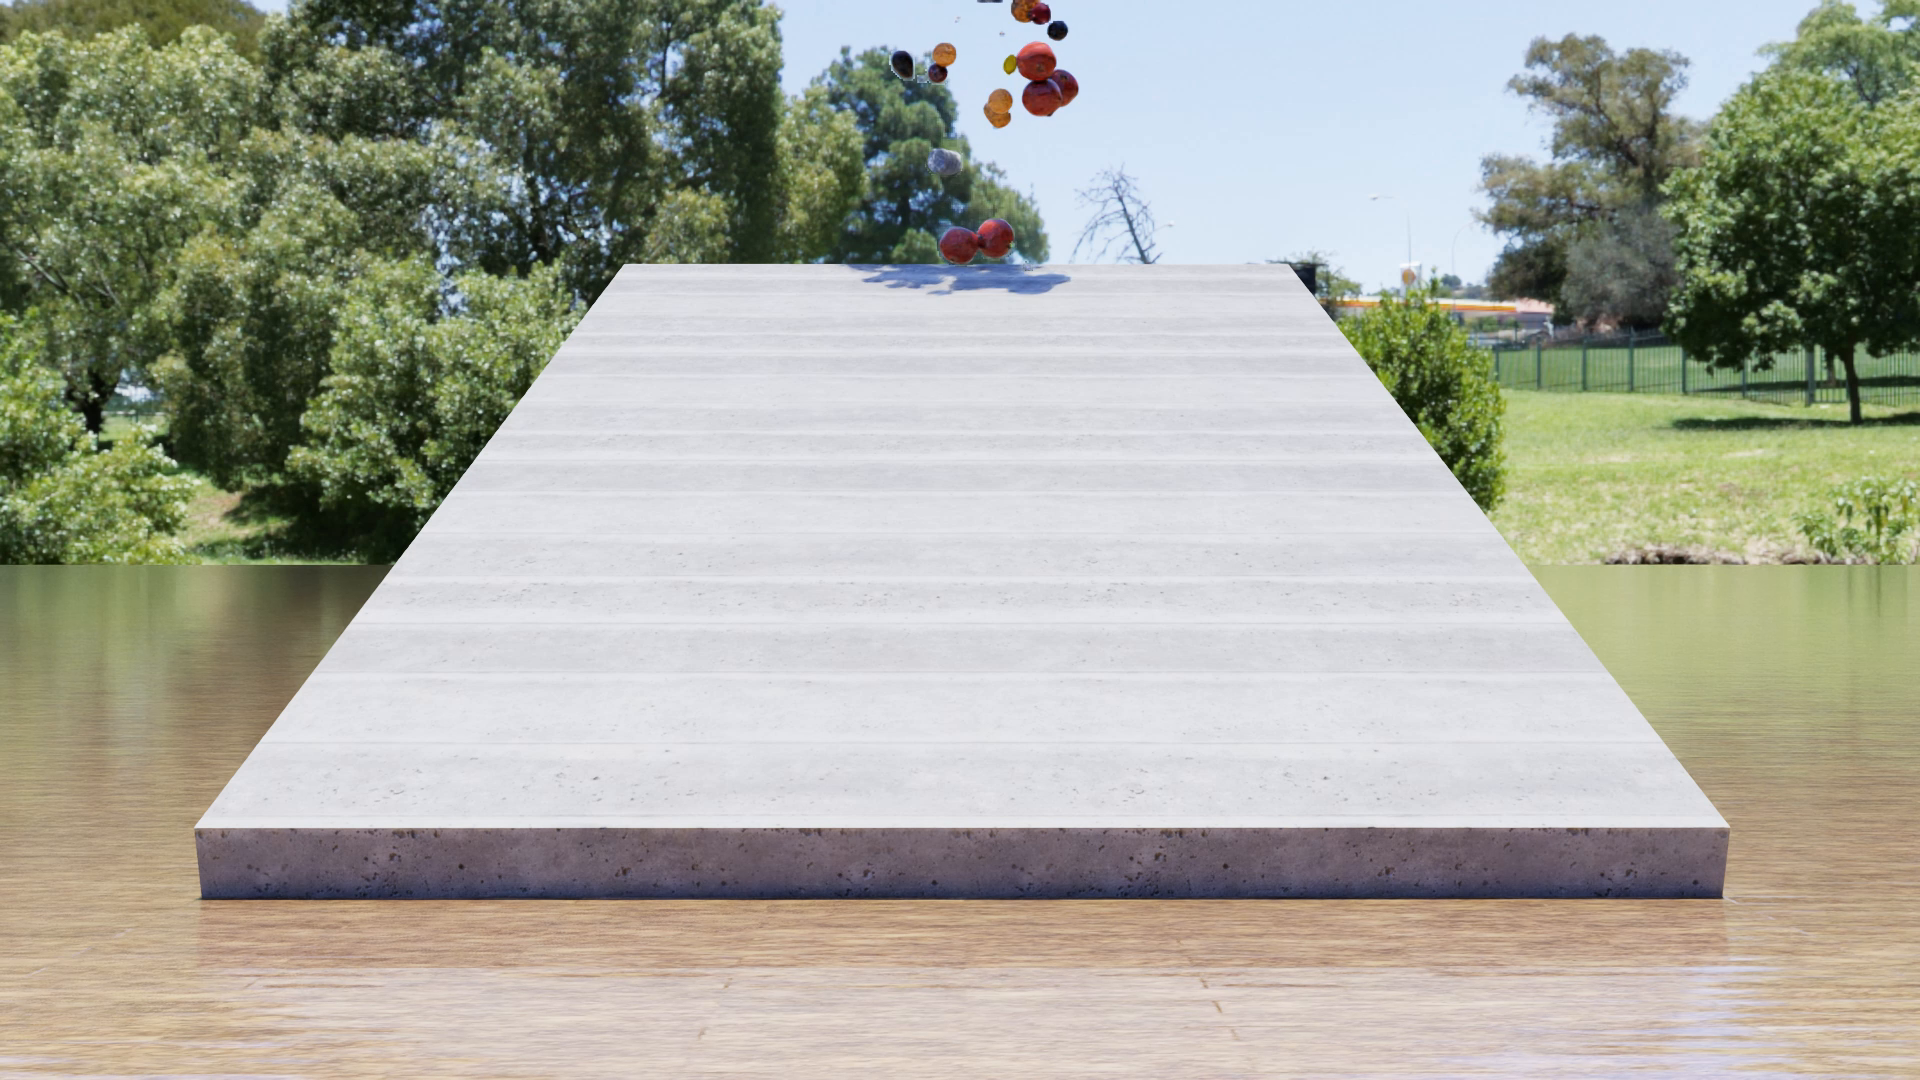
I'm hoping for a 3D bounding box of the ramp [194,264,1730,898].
[{"bbox_3d":[-0.003,-0.181,4.825,2.000,0.100,4.000,0,18,0],"label":"ramp"}]

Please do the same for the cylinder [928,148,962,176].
[{"bbox_3d":[-0.044,-1.064,6.271,0.067,0.067,0.067,0,-1,43],"label":"cylinder"}]

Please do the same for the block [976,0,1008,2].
[{"bbox_3d":[0.088,-1.606,6.383,0.093,0.093,0.093,2,-26,20],"label":"block"}]
